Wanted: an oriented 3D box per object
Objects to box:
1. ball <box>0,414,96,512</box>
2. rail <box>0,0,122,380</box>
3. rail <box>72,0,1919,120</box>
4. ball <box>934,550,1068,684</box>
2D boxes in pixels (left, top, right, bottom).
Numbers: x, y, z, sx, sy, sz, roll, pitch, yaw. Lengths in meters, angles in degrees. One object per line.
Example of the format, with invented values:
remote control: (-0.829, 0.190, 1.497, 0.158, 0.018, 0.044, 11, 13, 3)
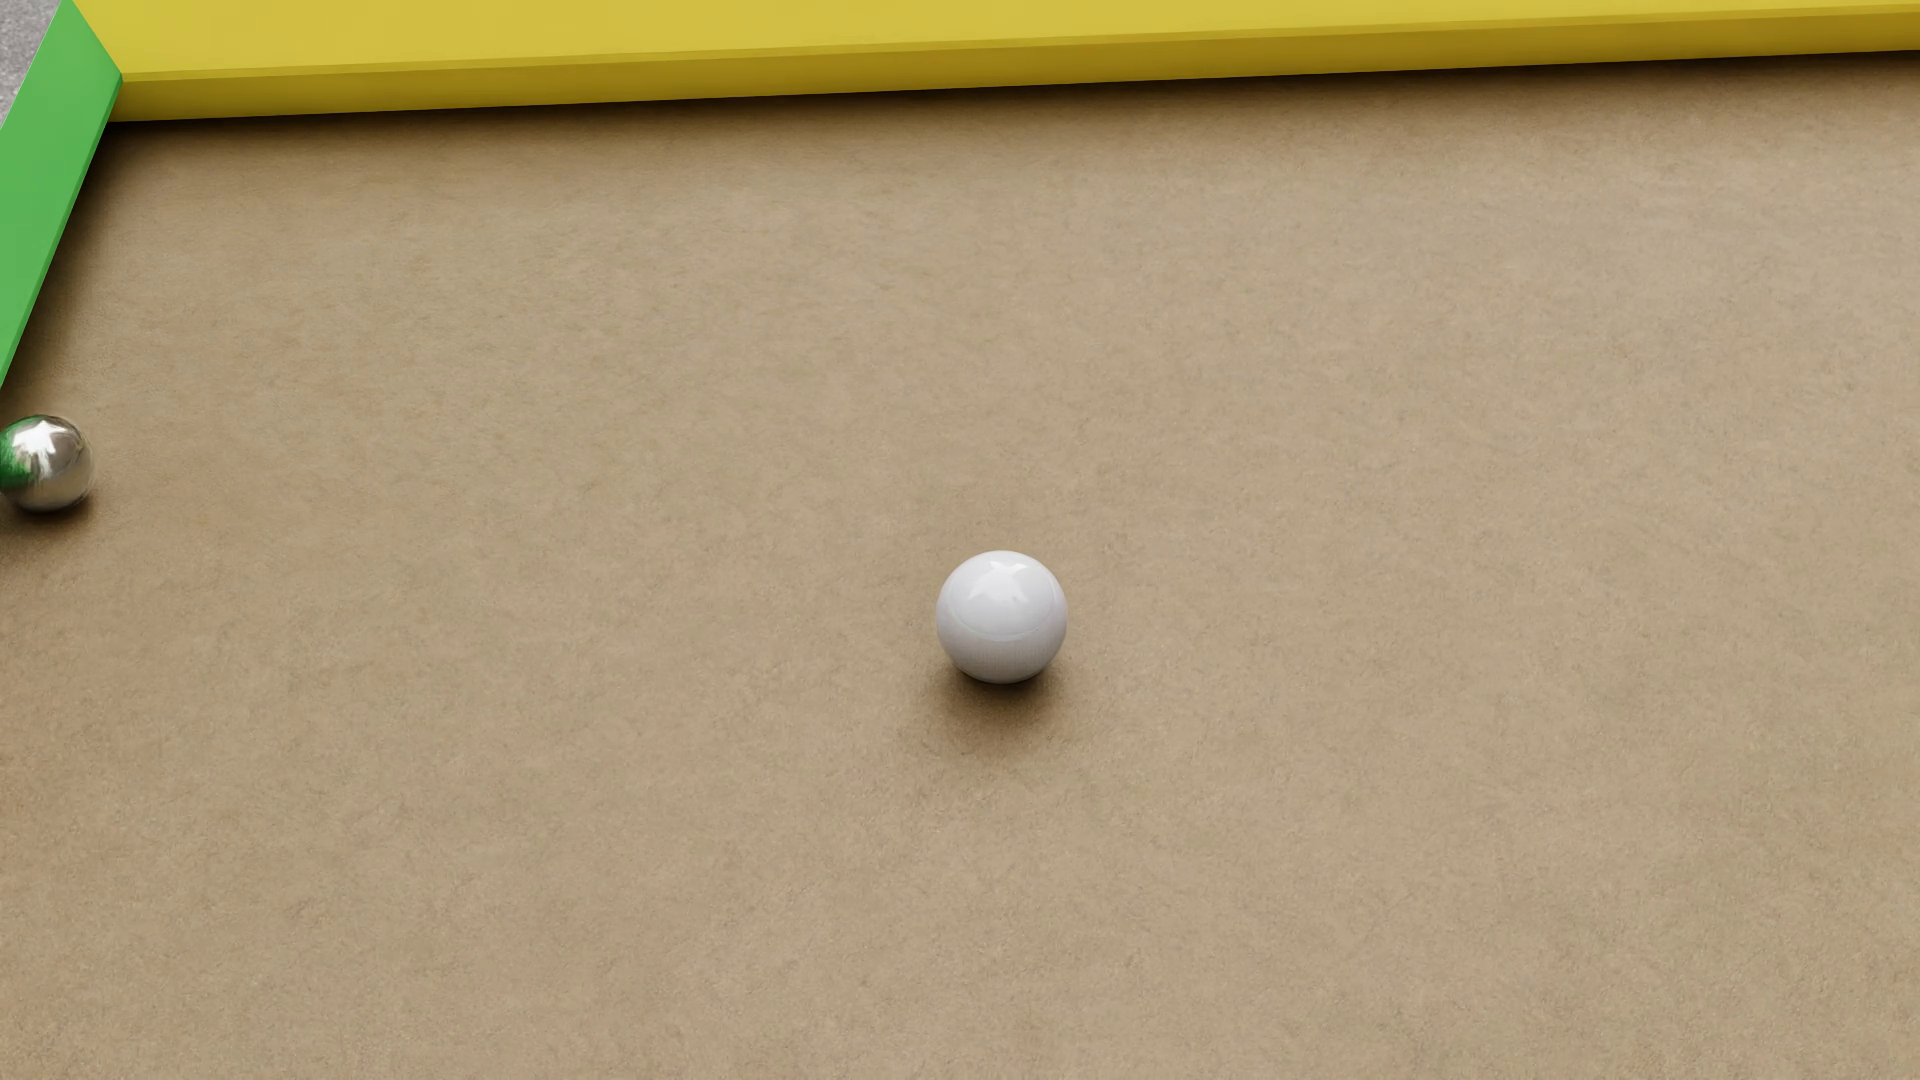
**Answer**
ball: (-0.639, -0.053, 1.789, 0.069, 0.069, 0.069, 0, 36, 0)
rail: (-0.684, 0.017, 1.641, 0.045, 0.124, 1.533, -3, 36, -4)
rail: (0.640, -0.487, 2.346, 2.841, 0.124, 0.045, -3, 36, -4)
ball: (0.027, 0.049, 1.631, 0.085, 0.085, 0.085, 0, 36, 0)
